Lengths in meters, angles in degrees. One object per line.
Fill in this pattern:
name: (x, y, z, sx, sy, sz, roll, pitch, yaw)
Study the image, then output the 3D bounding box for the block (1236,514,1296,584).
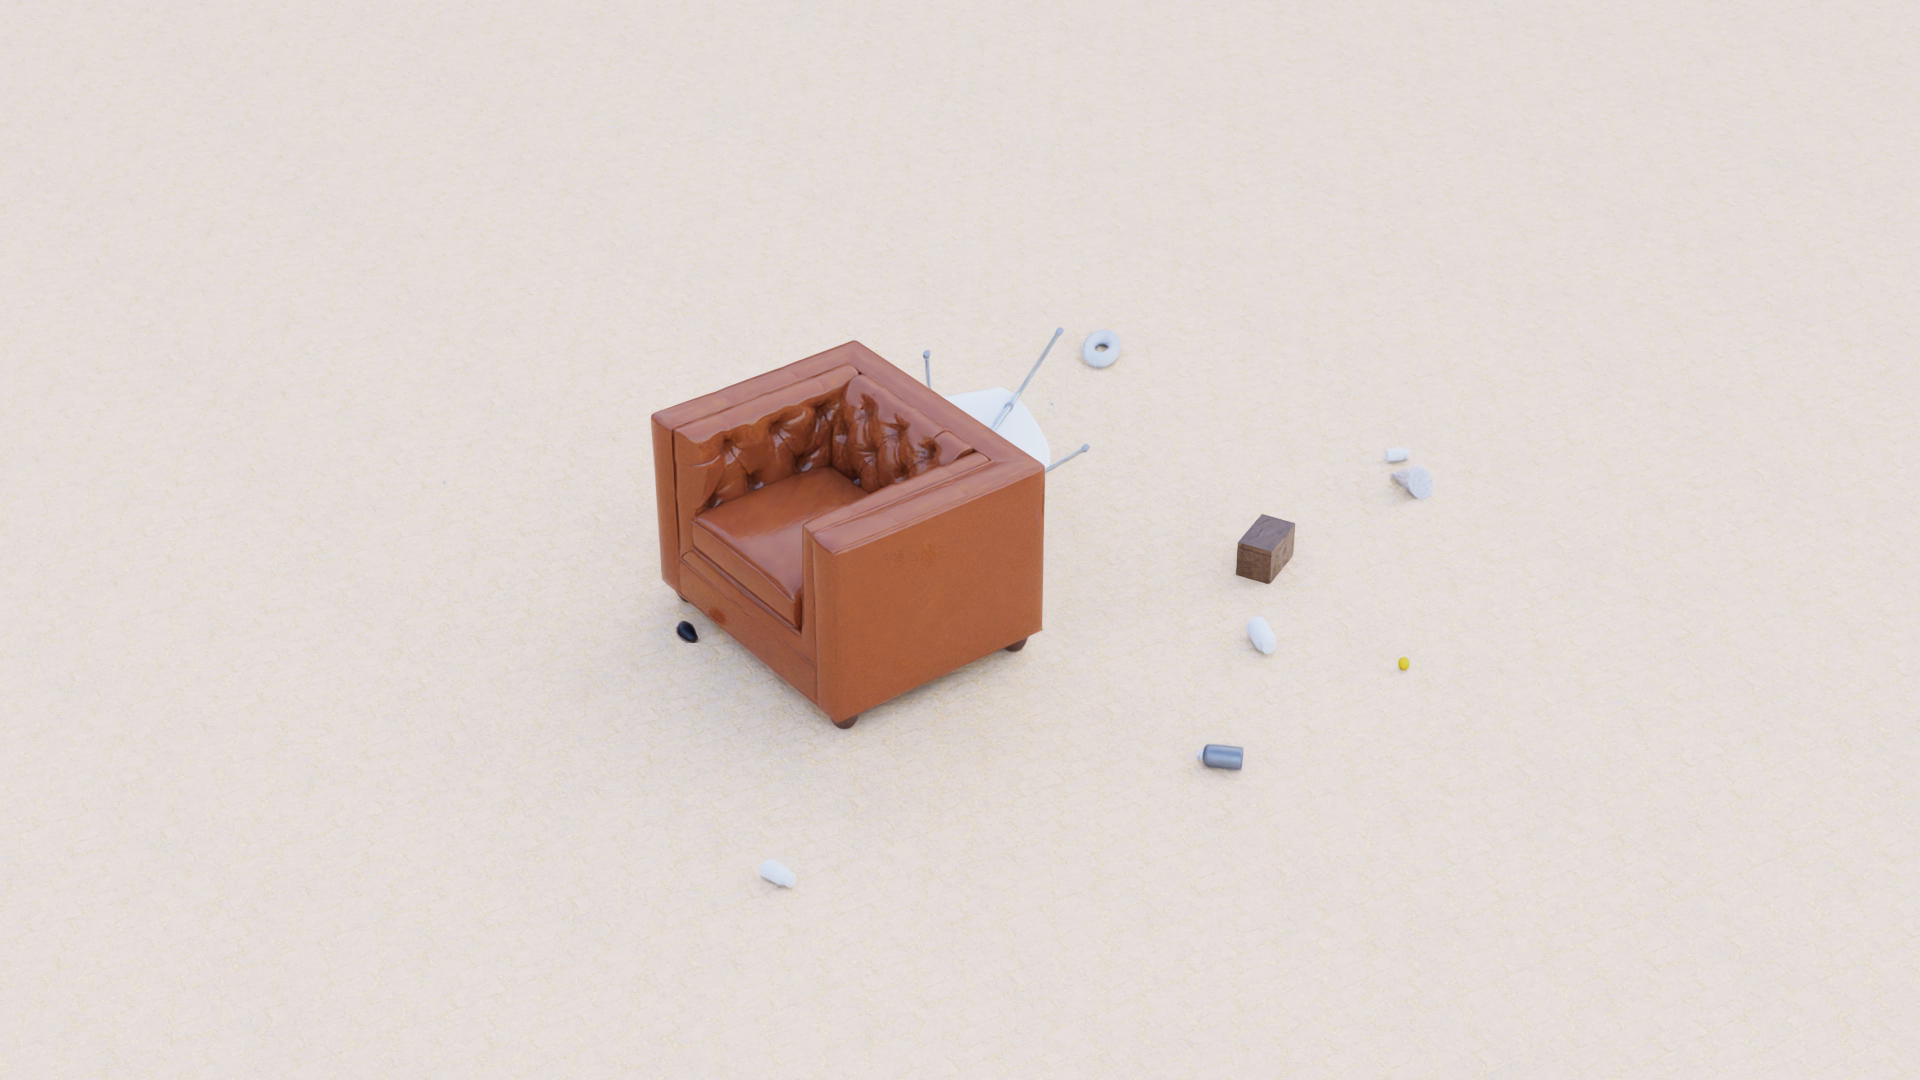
block: (1.122, 0.033, 10.764, 0.135, 0.143, 0.218, 17, 37, 24)

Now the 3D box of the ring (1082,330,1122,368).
ring: (0.584, -0.790, 12.099, 0.161, 0.050, 0.283, 3, 34, 7)

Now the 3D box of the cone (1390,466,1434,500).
cone: (1.707, -0.236, 11.244, 0.104, 0.140, 0.201, -42, 27, -14)

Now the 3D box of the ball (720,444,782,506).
ball: (-0.792, -0.247, 11.107, 0.234, 0.234, 0.234, 0, 33, 0)
